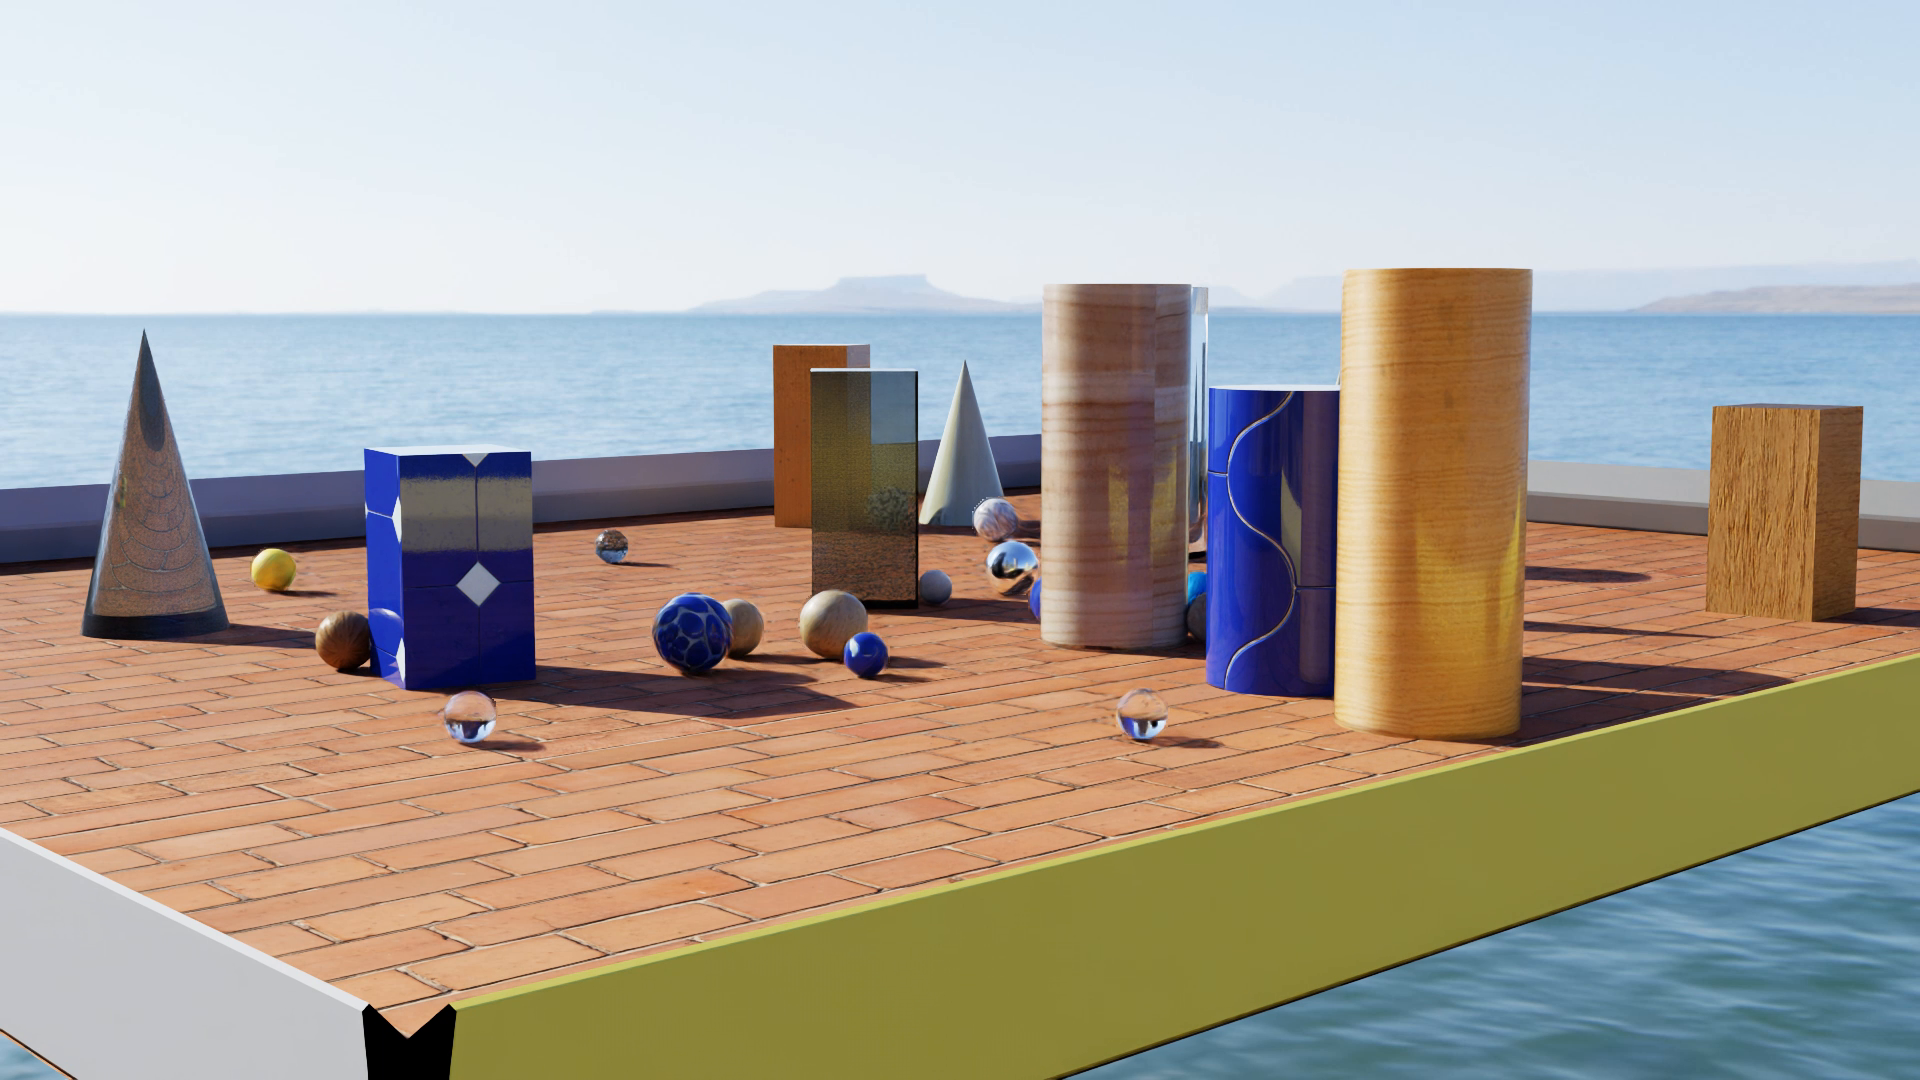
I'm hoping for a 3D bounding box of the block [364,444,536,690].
[{"bbox_3d":[-0.622,0.028,2.681,0.159,0.277,0.159,-3,7,-29],"label":"block"}]

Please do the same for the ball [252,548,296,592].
[{"bbox_3d":[-1.091,0.048,3.498,0.068,0.068,0.068,0,6,0],"label":"ball"}]

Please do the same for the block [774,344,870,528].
[{"bbox_3d":[-0.286,-0.219,4.583,0.159,0.375,0.159,2,6,15],"label":"block"}]

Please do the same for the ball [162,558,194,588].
[{"bbox_3d":[-1.258,0.054,3.533,0.049,0.049,0.049,0,6,0],"label":"ball"}]

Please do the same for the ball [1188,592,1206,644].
[{"bbox_3d":[0.340,0.104,2.936,0.074,0.074,0.074,0,6,0],"label":"ball"}]

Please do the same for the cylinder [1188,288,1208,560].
[{"bbox_3d":[0.351,-0.215,4.007,0.199,0.486,0.199,0,6,0],"label":"cylinder"}]

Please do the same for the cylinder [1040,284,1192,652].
[{"bbox_3d":[0.208,-0.101,2.945,0.199,0.479,0.199,0,6,0],"label":"cylinder"}]

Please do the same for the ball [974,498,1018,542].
[{"bbox_3d":[0.069,-0.038,4.251,0.085,0.085,0.085,0,6,0],"label":"ball"}]

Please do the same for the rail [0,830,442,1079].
[{"bbox_3d":[-1.295,0.157,2.144,0.045,0.129,3.126,-5,8,-42],"label":"rail"}]

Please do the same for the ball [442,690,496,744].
[{"bbox_3d":[-0.507,0.183,2.273,0.054,0.054,0.054,0,6,0],"label":"ball"}]

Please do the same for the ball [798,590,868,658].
[{"bbox_3d":[-0.162,0.108,2.821,0.089,0.089,0.089,0,6,0],"label":"ball"}]

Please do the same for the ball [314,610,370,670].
[{"bbox_3d":[-0.764,0.124,2.737,0.074,0.074,0.074,0,6,0],"label":"ball"}]

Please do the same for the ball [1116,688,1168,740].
[{"bbox_3d":[0.189,0.181,2.292,0.054,0.054,0.054,0,6,0],"label":"ball"}]

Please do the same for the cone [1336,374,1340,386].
[{"bbox_3d":[0.553,-0.070,3.212,0.199,0.363,0.199,0,6,0],"label":"cone"}]

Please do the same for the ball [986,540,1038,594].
[{"bbox_3d":[0.082,0.044,3.457,0.085,0.085,0.085,0,6,0],"label":"ball"}]

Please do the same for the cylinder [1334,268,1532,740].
[{"bbox_3d":[0.506,-0.045,2.361,0.199,0.488,0.199,0,6,0],"label":"cylinder"}]

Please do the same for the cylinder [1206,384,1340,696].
[{"bbox_3d":[0.395,-0.005,2.625,0.199,0.354,0.199,0,6,0],"label":"cylinder"}]

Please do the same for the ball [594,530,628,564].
[{"bbox_3d":[-0.617,0.012,3.892,0.059,0.059,0.059,0,6,0],"label":"ball"}]

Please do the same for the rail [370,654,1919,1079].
[{"bbox_3d":[1.044,0.151,2.207,3.571,0.129,0.045,-5,8,-42],"label":"rail"}]

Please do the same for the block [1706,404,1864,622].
[{"bbox_3d":[1.220,-0.045,3.254,0.159,0.305,0.159,6,8,43],"label":"block"}]

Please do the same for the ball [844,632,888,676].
[{"bbox_3d":[-0.115,0.140,2.683,0.055,0.055,0.055,0,6,0],"label":"ball"}]

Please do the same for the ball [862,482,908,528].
[{"bbox_3d":[-0.155,-0.070,4.506,0.094,0.094,0.094,0,6,0],"label":"ball"}]

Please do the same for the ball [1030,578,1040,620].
[{"bbox_3d":[0.138,0.084,3.096,0.081,0.081,0.081,0,6,0],"label":"ball"}]

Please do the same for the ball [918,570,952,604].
[{"bbox_3d":[-0.038,0.072,3.340,0.053,0.053,0.053,0,6,0],"label":"ball"}]

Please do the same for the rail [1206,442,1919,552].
[{"bbox_3d":[1.295,-0.090,4.520,0.045,0.129,3.126,-5,8,-42],"label":"rail"}]

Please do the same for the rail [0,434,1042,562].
[{"bbox_3d":[-1.044,-0.084,4.457,3.571,0.129,0.045,-5,8,-42],"label":"rail"}]

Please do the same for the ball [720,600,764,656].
[{"bbox_3d":[-0.290,0.113,2.841,0.074,0.074,0.074,0,6,0],"label":"ball"}]

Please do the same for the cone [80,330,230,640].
[{"bbox_3d":[-1.128,-0.085,3.063,0.199,0.423,0.199,0,6,0],"label":"cone"}]

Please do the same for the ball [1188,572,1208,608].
[{"bbox_3d":[0.332,0.086,3.077,0.080,0.080,0.080,0,6,0],"label":"ball"}]

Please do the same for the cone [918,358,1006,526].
[{"bbox_3d":[0.010,-0.212,4.647,0.199,0.346,0.199,0,6,0],"label":"cone"}]

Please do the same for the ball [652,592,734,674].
[{"bbox_3d":[-0.329,0.114,2.711,0.099,0.099,0.099,0,6,0],"label":"ball"}]

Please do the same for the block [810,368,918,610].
[{"bbox_3d":[-0.146,-0.081,3.351,0.159,0.356,0.159,0,6,-4],"label":"block"}]
